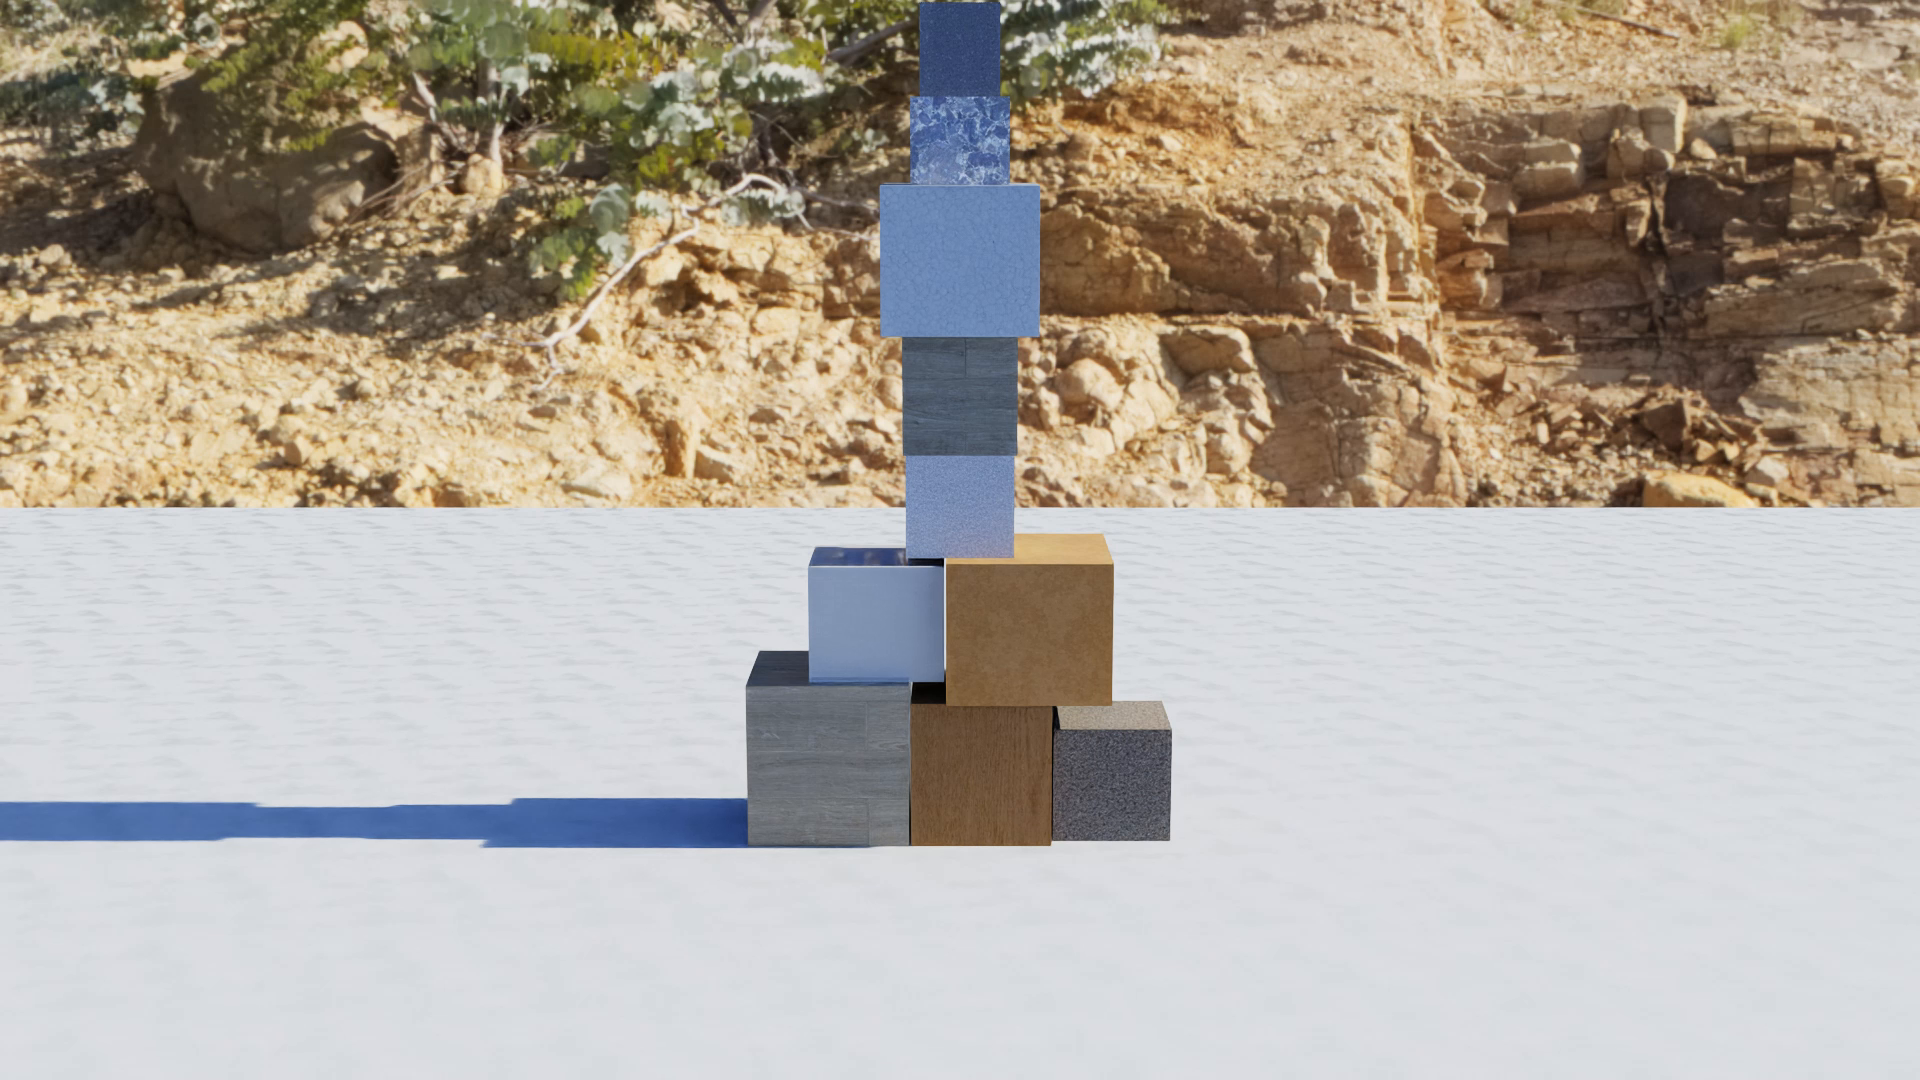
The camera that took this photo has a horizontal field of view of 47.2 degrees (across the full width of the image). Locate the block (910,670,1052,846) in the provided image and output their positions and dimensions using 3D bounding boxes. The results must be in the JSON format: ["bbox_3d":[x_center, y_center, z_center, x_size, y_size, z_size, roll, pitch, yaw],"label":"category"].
[{"bbox_3d":[0.107,1.114,11.368,0.706,0.740,0.725,0,10,0],"label":"block"}]

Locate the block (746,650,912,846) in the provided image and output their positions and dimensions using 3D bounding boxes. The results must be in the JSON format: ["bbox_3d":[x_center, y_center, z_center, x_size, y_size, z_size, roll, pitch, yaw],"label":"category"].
[{"bbox_3d":[-0.661,1.066,11.386,0.811,0.830,0.783,0,10,0],"label":"block"}]

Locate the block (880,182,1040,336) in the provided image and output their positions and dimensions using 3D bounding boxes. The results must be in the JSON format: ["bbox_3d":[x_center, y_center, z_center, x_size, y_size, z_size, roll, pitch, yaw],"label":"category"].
[{"bbox_3d":[0.000,-1.401,10.929,0.769,0.724,0.677,0,10,0],"label":"block"}]

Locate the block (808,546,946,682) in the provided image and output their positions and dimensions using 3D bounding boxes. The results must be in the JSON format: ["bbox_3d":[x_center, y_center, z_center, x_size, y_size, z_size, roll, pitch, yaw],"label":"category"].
[{"bbox_3d":[-0.417,0.369,11.263,0.677,0.586,0.603,0,10,0],"label":"block"}]

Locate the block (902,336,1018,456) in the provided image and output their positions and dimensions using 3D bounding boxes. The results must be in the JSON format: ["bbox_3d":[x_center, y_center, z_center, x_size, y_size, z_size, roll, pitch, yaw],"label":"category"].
[{"bbox_3d":[0.000,-0.753,11.038,0.565,0.589,0.533,0,10,0],"label":"block"}]

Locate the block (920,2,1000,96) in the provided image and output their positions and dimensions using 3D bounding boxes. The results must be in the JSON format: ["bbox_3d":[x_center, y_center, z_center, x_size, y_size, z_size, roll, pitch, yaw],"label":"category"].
[{"bbox_3d":[0.000,-2.388,10.742,0.389,0.442,0.368,0,10,0],"label":"block"}]

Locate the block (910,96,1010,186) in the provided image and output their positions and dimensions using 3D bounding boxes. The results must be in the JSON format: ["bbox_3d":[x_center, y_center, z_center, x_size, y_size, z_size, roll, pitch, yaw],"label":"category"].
[{"bbox_3d":[0.000,-1.967,10.842,0.480,0.421,0.461,0,10,0],"label":"block"}]

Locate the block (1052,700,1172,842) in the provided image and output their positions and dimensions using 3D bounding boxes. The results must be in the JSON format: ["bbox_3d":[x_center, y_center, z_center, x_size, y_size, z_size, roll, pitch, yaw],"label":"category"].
[{"bbox_3d":[0.768,1.189,11.392,0.597,0.586,0.580,0,10,0],"label":"block"}]

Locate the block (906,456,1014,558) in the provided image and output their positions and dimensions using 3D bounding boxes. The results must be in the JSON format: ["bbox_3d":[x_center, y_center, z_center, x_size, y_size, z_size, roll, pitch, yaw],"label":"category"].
[{"bbox_3d":[0.000,-0.208,11.125,0.538,0.516,0.497,0,10,0],"label":"block"}]

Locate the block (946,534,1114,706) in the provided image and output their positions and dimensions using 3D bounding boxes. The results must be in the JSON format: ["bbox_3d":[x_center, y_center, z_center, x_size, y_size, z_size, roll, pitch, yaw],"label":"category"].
[{"bbox_3d":[0.343,0.394,11.259,0.824,0.716,0.854,0,10,0],"label":"block"}]
